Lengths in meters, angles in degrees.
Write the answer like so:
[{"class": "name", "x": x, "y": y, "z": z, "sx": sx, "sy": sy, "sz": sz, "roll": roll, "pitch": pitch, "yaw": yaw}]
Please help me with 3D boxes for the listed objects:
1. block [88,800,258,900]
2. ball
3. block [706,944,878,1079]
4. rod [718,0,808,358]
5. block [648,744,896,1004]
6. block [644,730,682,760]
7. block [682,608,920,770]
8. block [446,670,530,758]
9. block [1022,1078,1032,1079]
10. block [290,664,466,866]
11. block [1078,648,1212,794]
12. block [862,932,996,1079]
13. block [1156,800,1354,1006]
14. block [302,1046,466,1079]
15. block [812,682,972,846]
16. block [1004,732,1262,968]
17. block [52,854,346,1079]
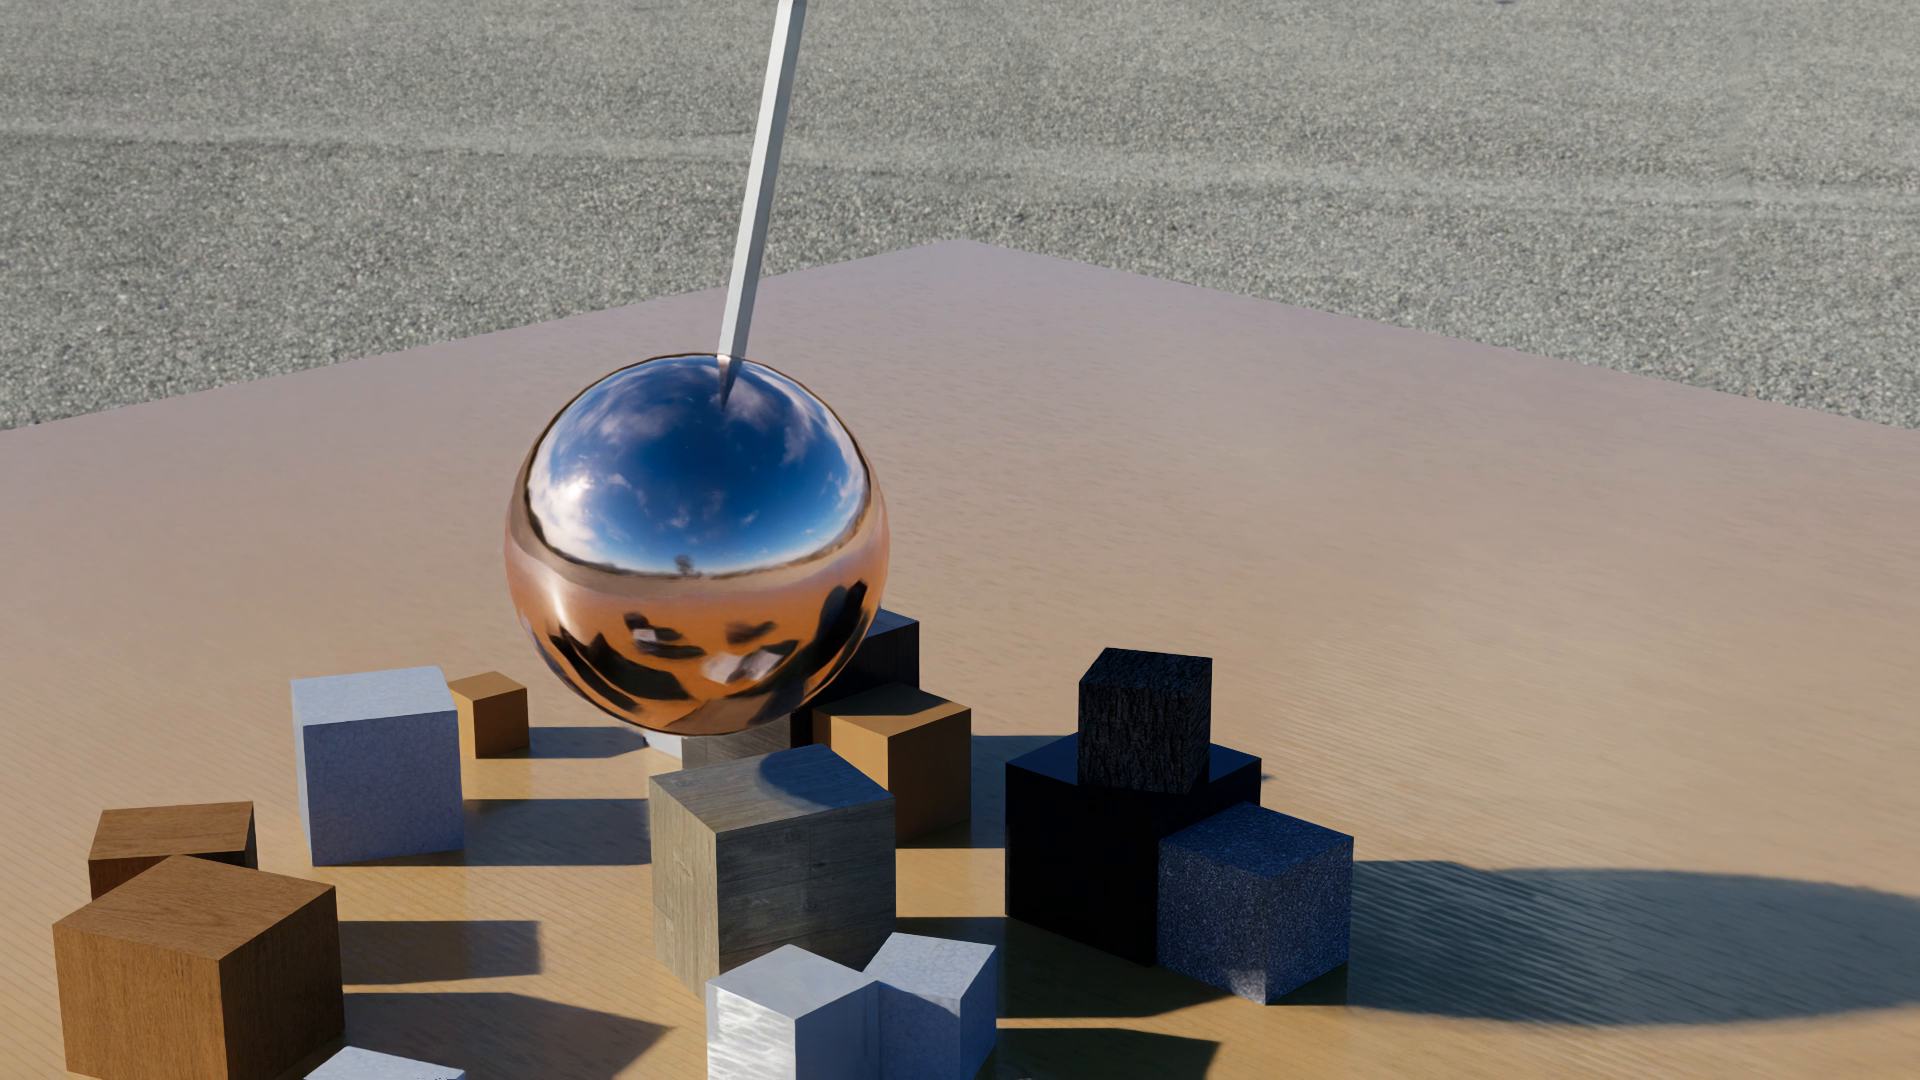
[{"class": "block", "x": -3.356, "y": 1.509, "z": 12.582, "sx": 0.636, "sy": 0.575, "sz": 0.547, "roll": -3, "pitch": 18, "yaw": -9}, {"class": "ball", "x": -1.091, "y": 0.018, "z": 12.204, "sx": 1.600, "sy": 1.600, "sz": 1.600, "roll": 0, "pitch": 17, "yaw": 0}, {"class": "block", "x": -0.646, "y": 1.935, "z": 11.344, "sx": 0.481, "sy": 0.506, "sz": 0.456, "roll": 15, "pitch": 23, "yaw": 39}, {"class": "rod", "x": -0.473, "y": -3.302, "z": 11.809, "sx": 0.080, "sy": 5.200, "sz": 0.080, "roll": 17, "pitch": 9, "yaw": 42}, {"class": "block", "x": -0.793, "y": 1.429, "z": 12.415, "sx": 0.815, "sy": 0.830, "sz": 0.694, "roll": -9, "pitch": 20, "yaw": -27}, {"class": "block", "x": -1.267, "y": 0.796, "z": 14.934, "sx": 0.486, "sy": 0.527, "sz": 0.509, "roll": -17, "pitch": 24, "yaw": -42}, {"class": "block", "x": -0.788, "y": 0.793, "z": 14.442, "sx": 0.847, "sy": 0.828, "sz": 0.820, "roll": -16, "pitch": 24, "yaw": -42}, {"class": "block", "x": -2.426, "y": 0.891, "z": 14.989, "sx": 0.315, "sy": 0.312, "sz": 0.318, "roll": -14, "pitch": 22, "yaw": -37}, {"class": "block", "x": 0.055, "y": 2.262, "z": 10.298, "sx": 0.527, "sy": 0.509, "sz": 0.504, "roll": -4, "pitch": 18, "yaw": -12}, {"class": "block", "x": -2.748, "y": 1.055, "z": 13.825, "sx": 0.703, "sy": 0.696, "sz": 0.634, "roll": -5, "pitch": 18, "yaw": -16}, {"class": "block", "x": 0.801, "y": 0.778, "z": 12.676, "sx": 0.479, "sy": 0.460, "sz": 0.465, "roll": 5, "pitch": 18, "yaw": 16}, {"class": "block", "x": -0.135, "y": 1.882, "z": 11.636, "sx": 0.437, "sy": 0.431, "sz": 0.498, "roll": 5, "pitch": 18, "yaw": 16}, {"class": "block", "x": 1.255, "y": 1.537, "z": 12.496, "sx": 0.584, "sy": 0.574, "sz": 0.592, "roll": 16, "pitch": 23, "yaw": 40}, {"class": "block", "x": -2.107, "y": 2.185, "z": 10.579, "sx": 0.508, "sy": 0.488, "sz": 0.443, "roll": 7, "pitch": 19, "yaw": 22}, {"class": "block", "x": -0.324, "y": 1.067, "z": 14.016, "sx": 0.544, "sy": 0.560, "sz": 0.525, "roll": -16, "pitch": 24, "yaw": -42}, {"class": "block", "x": 0.762, "y": 1.312, "z": 12.955, "sx": 0.809, "sy": 0.728, "sz": 0.785, "roll": 15, "pitch": 23, "yaw": 39}, {"class": "block", "x": -3.030, "y": 1.749, "z": 11.719, "sx": 0.794, "sy": 0.636, "sz": 0.754, "roll": 8, "pitch": 19, "yaw": 23}]
